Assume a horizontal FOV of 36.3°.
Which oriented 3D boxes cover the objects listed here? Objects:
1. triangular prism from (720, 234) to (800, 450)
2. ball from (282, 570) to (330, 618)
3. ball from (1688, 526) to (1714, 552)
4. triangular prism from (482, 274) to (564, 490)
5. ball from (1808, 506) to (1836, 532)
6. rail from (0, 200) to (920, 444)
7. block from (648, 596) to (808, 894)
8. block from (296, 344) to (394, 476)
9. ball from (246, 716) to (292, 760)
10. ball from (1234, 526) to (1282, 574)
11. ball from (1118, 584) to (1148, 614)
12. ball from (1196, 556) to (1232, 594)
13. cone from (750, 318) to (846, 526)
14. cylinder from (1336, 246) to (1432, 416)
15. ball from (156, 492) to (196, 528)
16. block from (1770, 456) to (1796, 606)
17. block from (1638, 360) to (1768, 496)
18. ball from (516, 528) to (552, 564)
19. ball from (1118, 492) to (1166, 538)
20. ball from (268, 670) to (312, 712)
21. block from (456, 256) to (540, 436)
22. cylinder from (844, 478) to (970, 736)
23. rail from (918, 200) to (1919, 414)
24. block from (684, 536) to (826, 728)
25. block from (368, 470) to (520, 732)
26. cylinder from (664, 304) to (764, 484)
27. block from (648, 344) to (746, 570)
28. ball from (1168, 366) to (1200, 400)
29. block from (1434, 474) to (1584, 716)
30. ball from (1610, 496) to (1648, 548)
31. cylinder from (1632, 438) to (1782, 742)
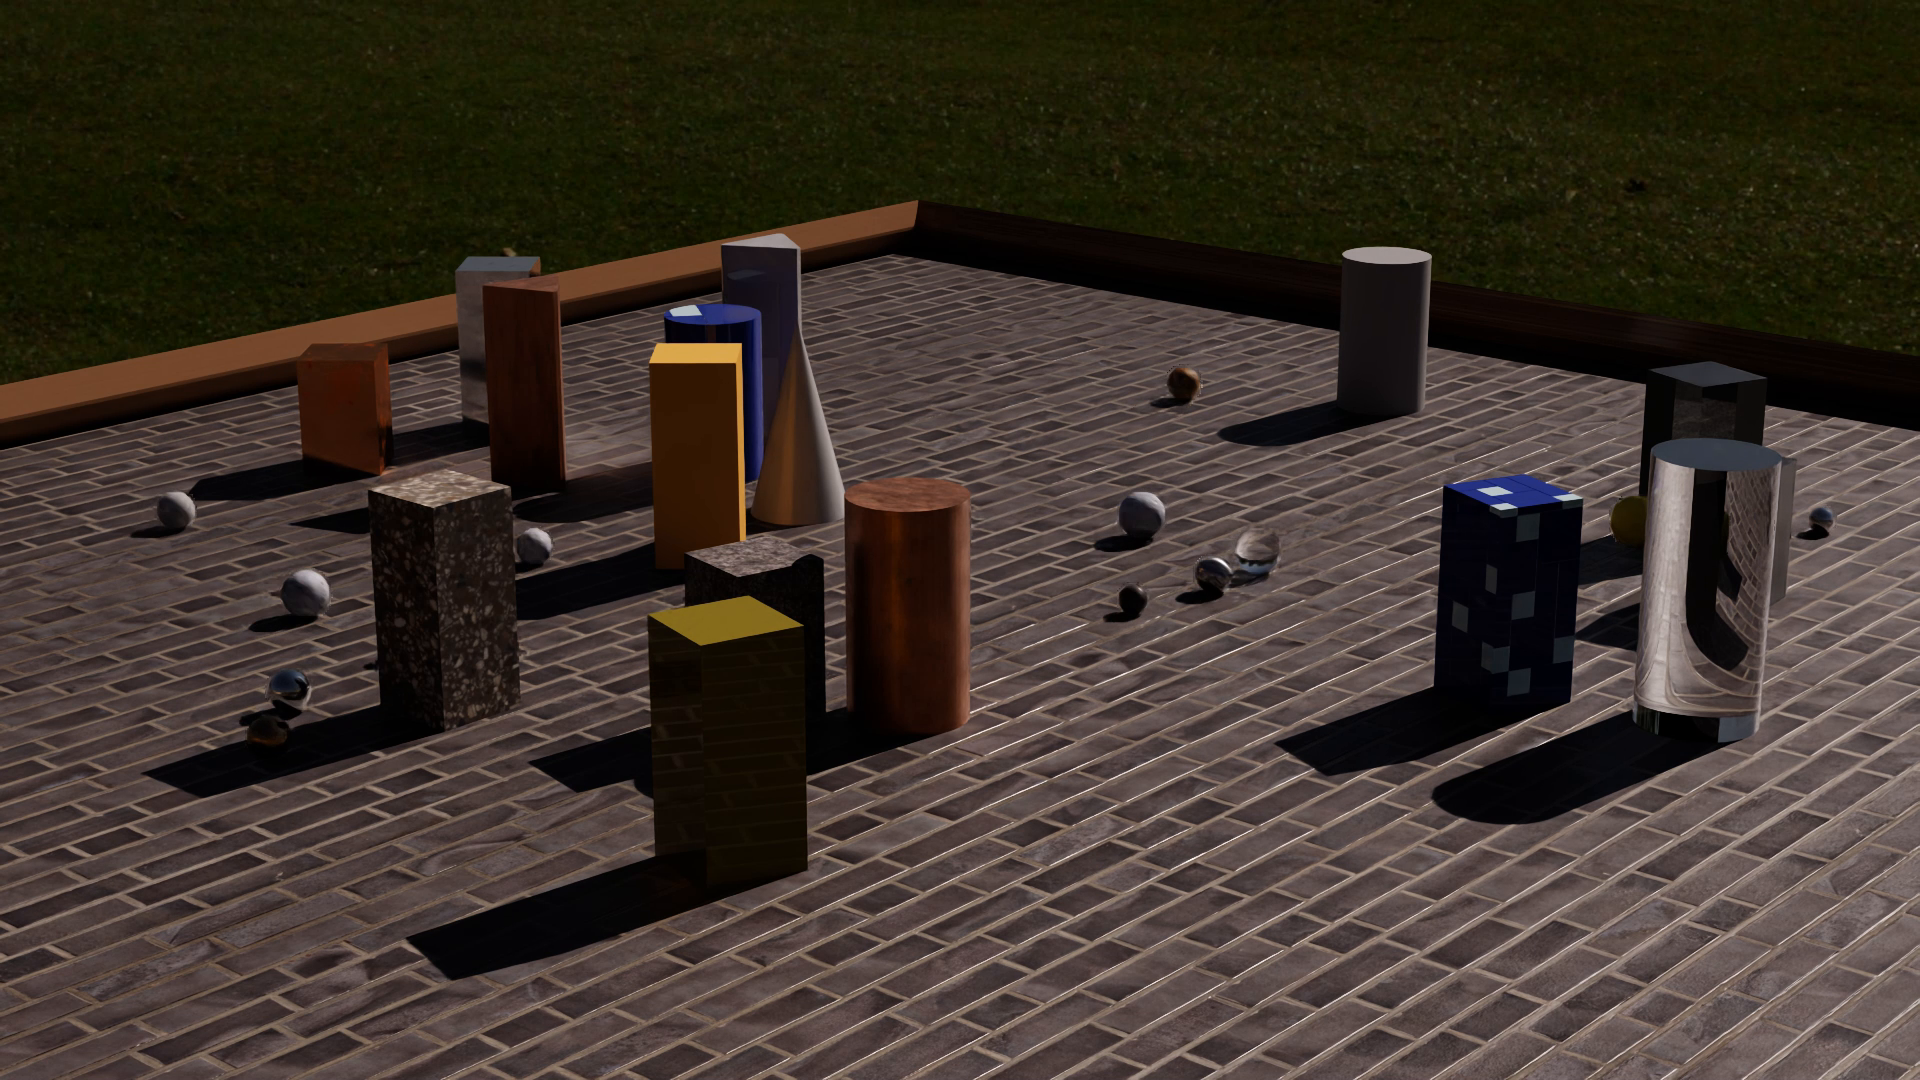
[{"bbox_3d":[-0.388,-0.410,6.063,0.166,0.426,0.144,4,17,13],"label":"triangular prism"},{"bbox_3d":[-1.115,0.092,4.996,0.081,0.081,0.081,0,17,0],"label":"ball"},{"bbox_3d":[1.358,-0.003,5.370,0.047,0.047,0.047,0,17,0],"label":"ball"},{"bbox_3d":[-0.828,-0.317,5.805,0.166,0.397,0.144,7,18,22],"label":"triangular prism"},{"bbox_3d":[1.612,-0.038,5.482,0.049,0.049,0.049,0,17,0],"label":"ball"},{"bbox_3d":[-1.614,-0.374,6.462,0.045,0.124,4.624,14,22,39],"label":"rail"},{"bbox_3d":[-0.311,0.273,3.937,0.153,0.348,0.153,-10,20,-31],"label":"block"},{"bbox_3d":[-1.237,-0.264,5.907,0.153,0.236,0.153,0,17,0],"label":"block"},{"bbox_3d":[-1.027,0.293,4.358,0.066,0.066,0.066,0,17,0],"label":"ball"},{"bbox_3d":[0.532,0.019,5.233,0.085,0.085,0.085,0,17,0],"label":"ball"},{"bbox_3d":[0.297,0.101,5.018,0.051,0.051,0.051,0,17,0],"label":"ball"},{"bbox_3d":[0.444,0.061,5.128,0.065,0.065,0.065,0,17,0],"label":"ball"},{"bbox_3d":[-0.306,-0.237,5.571,0.191,0.380,0.191,0,17,0],"label":"cone"},{"bbox_3d":[0.921,-0.455,6.372,0.191,0.333,0.191,0,17,0],"label":"cylinder"},{"bbox_3d":[-1.473,-0.056,5.507,0.070,0.070,0.070,0,17,0],"label":"ball"},{"bbox_3d":[1.333,-0.015,5.063,0.153,0.248,0.153,12,20,34],"label":"block"},{"bbox_3d":[1.378,-0.161,5.450,0.153,0.304,0.153,-8,19,-26],"label":"block"},{"bbox_3d":[-0.768,0.011,5.293,0.065,0.065,0.065,0,17,0],"label":"ball"},{"bbox_3d":[0.338,-0.046,5.442,0.089,0.089,0.089,0,17,0],"label":"ball"},{"bbox_3d":[-1.040,0.234,4.550,0.068,0.068,0.068,0,17,0],"label":"ball"},{"bbox_3d":[-0.966,-0.408,6.183,0.153,0.353,0.153,0,17,1],"label":"block"},{"bbox_3d":[-0.080,0.101,4.492,0.191,0.356,0.191,0,17,0],"label":"cylinder"},{"bbox_3d":[1.500,-0.468,6.775,4.322,0.124,0.045,14,22,39],"label":"rail"},{"bbox_3d":[-0.313,0.150,4.489,0.153,0.263,0.153,-12,21,-35],"label":"block"},{"bbox_3d":[-0.794,0.091,4.524,0.153,0.356,0.153,14,22,38],"label":"block"},{"bbox_3d":[-0.488,-0.288,5.830,0.191,0.328,0.191,0,17,0],"label":"cylinder"},{"bbox_3d":[-0.471,-0.152,5.286,0.153,0.380,0.153,0,17,0],"label":"block"},{"bbox_3d":[0.493,-0.345,6.459,0.072,0.072,0.072,0,17,0],"label":"ball"},{"bbox_3d":[0.856,0.084,4.587,0.153,0.333,0.153,-8,18,-24],"label":"block"},{"bbox_3d":[1.245,-0.035,5.392,0.096,0.096,0.096,0,17,0],"label":"ball"},{"bbox_3d":[1.134,0.075,4.459,0.191,0.425,0.191,0,17,0],"label":"cylinder"}]
